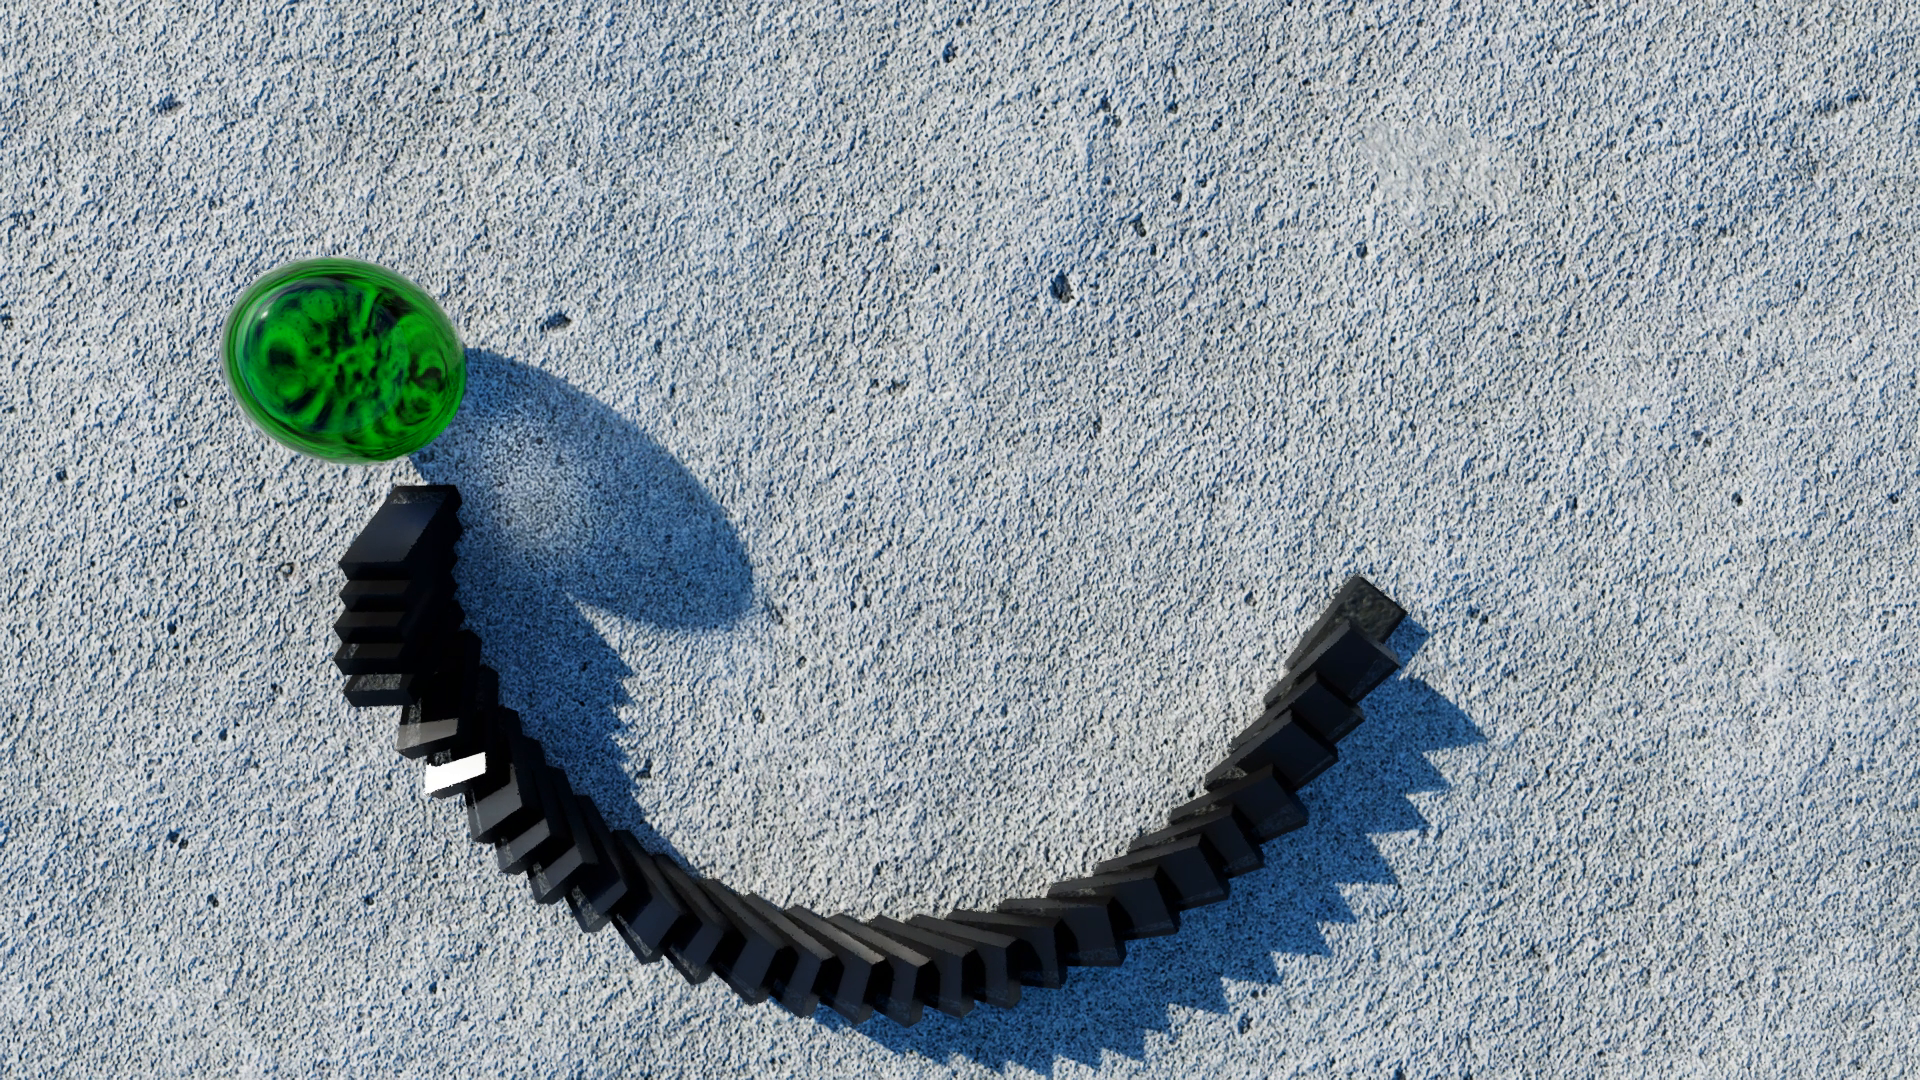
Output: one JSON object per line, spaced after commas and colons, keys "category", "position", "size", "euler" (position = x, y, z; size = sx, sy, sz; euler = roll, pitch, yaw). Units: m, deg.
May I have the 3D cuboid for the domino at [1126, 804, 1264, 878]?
{"category": "domino", "position": [0.098, 0.132, 0.385], "size": [0.050, 0.009, 0.025], "euler": [-31, 90, 27]}

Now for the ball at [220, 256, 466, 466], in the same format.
{"category": "ball", "position": [-0.239, -0.069, 0.360], "size": [0.080, 0.080, 0.080], "euler": [0, 90, 0]}

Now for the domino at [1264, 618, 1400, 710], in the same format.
{"category": "domino", "position": [0.154, 0.059, 0.383], "size": [0.025, 0.010, 0.050], "euler": [37, 117, 0]}

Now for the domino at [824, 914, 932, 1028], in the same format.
{"category": "domino", "position": [-0.037, 0.178, 0.382], "size": [0.050, 0.009, 0.025], "euler": [11, 92, 33]}

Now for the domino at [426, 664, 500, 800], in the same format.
{"category": "domino", "position": [-0.207, 0.079, 0.383], "size": [0.025, 0.009, 0.050], "euler": [-20, 57, 0]}

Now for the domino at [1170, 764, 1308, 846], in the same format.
{"category": "domino", "position": [0.116, 0.116, 0.384], "size": [0.050, 0.010, 0.025], "euler": [-36, 92, 27]}

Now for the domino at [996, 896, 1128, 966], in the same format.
{"category": "domino", "position": [0.042, 0.164, 0.384], "size": [0.050, 0.009, 0.025], "euler": [-13, 90, 27]}

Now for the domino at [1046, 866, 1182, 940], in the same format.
{"category": "domino", "position": [0.064, 0.154, 0.384], "size": [0.050, 0.010, 0.025], "euler": [-21, 92, 28]}

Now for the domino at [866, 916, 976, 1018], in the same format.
{"category": "domino", "position": [-0.017, 0.177, 0.382], "size": [0.050, 0.010, 0.025], "euler": [3, 92, 34]}

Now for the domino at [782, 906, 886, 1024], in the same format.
{"category": "domino", "position": [-0.056, 0.176, 0.382], "size": [0.050, 0.009, 0.025], "euler": [15, 90, 33]}

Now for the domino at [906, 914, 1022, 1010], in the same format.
{"category": "domino", "position": [0.001, 0.175, 0.381], "size": [0.050, 0.010, 0.025], "euler": [-2, 92, 34]}

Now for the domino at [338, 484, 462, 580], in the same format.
{"category": "domino", "position": [-0.229, -0.004, 0.378], "size": [0.025, 0.050, 0.010], "euler": [-1, 130, 0]}

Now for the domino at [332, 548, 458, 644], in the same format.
{"category": "domino", "position": [-0.231, 0.021, 0.378], "size": [0.025, 0.050, 0.009], "euler": [-1, 130, 0]}

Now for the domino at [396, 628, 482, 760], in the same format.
{"category": "domino", "position": [-0.216, 0.063, 0.381], "size": [0.025, 0.010, 0.050], "euler": [-15, 54, 0]}

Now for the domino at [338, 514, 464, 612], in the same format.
{"category": "domino", "position": [-0.229, 0.009, 0.378], "size": [0.025, 0.050, 0.010], "euler": [-1, 130, 0]}

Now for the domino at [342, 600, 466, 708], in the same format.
{"category": "domino", "position": [-0.228, 0.046, 0.378], "size": [0.025, 0.050, 0.010], "euler": [-2, 130, 0]}

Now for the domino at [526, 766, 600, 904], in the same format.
{"category": "domino", "position": [-0.170, 0.122, 0.382], "size": [0.025, 0.009, 0.050], "euler": [-41, 56, 1]}

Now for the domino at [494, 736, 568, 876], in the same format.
{"category": "domino", "position": [-0.183, 0.110, 0.382], "size": [0.025, 0.009, 0.050], "euler": [-37, 56, 2]}

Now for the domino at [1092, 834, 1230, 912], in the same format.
{"category": "domino", "position": [0.084, 0.142, 0.383], "size": [0.050, 0.009, 0.025], "euler": [-28, 91, 28]}

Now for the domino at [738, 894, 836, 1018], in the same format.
{"category": "domino", "position": [-0.077, 0.173, 0.383], "size": [0.050, 0.009, 0.025], "euler": [22, 90, 31]}

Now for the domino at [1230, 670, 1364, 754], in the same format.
{"category": "domino", "position": [0.141, 0.081, 0.385], "size": [0.025, 0.010, 0.050], "euler": [39, 117, 0]}

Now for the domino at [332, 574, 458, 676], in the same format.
{"category": "domino", "position": [-0.231, 0.033, 0.378], "size": [0.025, 0.050, 0.010], "euler": [-1, 130, 0]}

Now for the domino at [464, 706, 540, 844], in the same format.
{"category": "domino", "position": [-0.193, 0.097, 0.381], "size": [0.025, 0.009, 0.050], "euler": [-35, 56, 3]}

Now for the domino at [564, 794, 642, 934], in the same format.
{"category": "domino", "position": [-0.157, 0.135, 0.385], "size": [0.025, 0.010, 0.050], "euler": [-44, 63, 0]}

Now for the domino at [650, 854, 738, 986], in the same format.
{"category": "domino", "position": [-0.118, 0.158, 0.384], "size": [0.050, 0.009, 0.025], "euler": [32, 90, 28]}

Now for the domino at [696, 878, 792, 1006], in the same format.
{"category": "domino", "position": [-0.096, 0.167, 0.383], "size": [0.050, 0.009, 0.025], "euler": [25, 90, 31]}

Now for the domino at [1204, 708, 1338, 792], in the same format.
{"category": "domino", "position": [0.129, 0.095, 0.383], "size": [0.025, 0.010, 0.050], "euler": [41, 118, -1]}

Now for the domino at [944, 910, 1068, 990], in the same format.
{"category": "domino", "position": [0.019, 0.171, 0.385], "size": [0.050, 0.009, 0.025], "euler": [-7, 90, 26]}

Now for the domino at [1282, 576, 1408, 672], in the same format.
{"category": "domino", "position": [0.166, 0.043, 0.395], "size": [0.025, 0.010, 0.050], "euler": [38, 90, 0]}

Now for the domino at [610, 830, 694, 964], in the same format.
{"category": "domino", "position": [-0.136, 0.149, 0.384], "size": [0.050, 0.009, 0.025], "euler": [38, 92, 28]}
